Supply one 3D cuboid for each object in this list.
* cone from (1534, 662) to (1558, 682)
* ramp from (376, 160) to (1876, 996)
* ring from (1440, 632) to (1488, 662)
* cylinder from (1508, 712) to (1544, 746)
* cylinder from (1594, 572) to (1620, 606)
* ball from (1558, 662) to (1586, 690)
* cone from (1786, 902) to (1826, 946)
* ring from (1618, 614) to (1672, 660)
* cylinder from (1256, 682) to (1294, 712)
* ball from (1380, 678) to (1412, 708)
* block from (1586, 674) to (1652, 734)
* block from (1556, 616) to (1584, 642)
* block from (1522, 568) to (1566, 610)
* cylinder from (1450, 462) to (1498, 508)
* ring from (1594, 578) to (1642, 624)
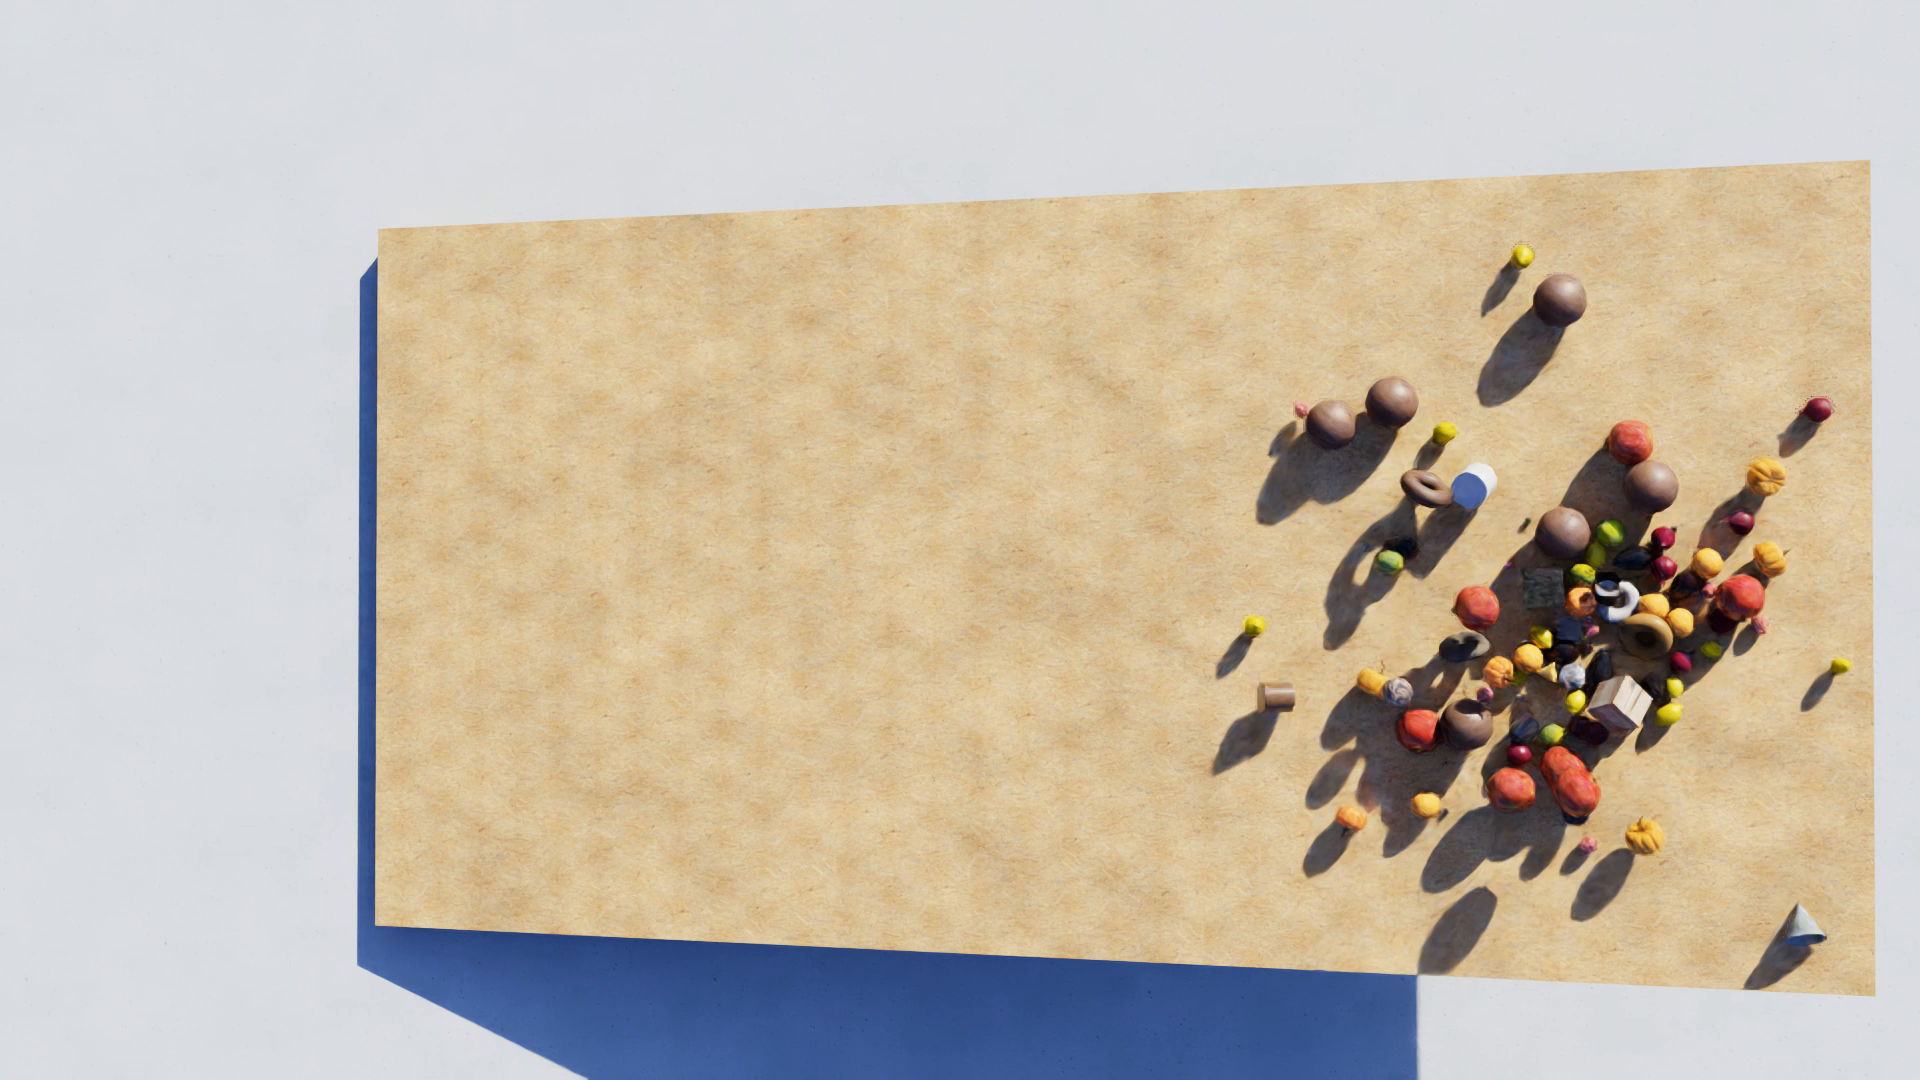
[{"bbox_3d":[1.438,0.326,5.410,0.050,0.050,0.050,-4,89,30],"label":"cone"},{"bbox_3d":[0.267,0.097,5.833,4.000,0.100,2.000,0,89,15],"label":"ramp"},{"bbox_3d":[1.248,0.264,5.447,0.121,0.121,0.040,-14,107,0],"label":"ring"},{"bbox_3d":[1.399,0.465,5.433,0.060,0.060,0.060,42,100,1],"label":"cylinder"},{"bbox_3d":[1.573,0.118,5.342,0.060,0.060,0.060,-9,45,9],"label":"cylinder"},{"bbox_3d":[1.505,0.335,5.403,0.067,0.067,0.067,0,89,0],"label":"ball"},{"bbox_3d":[2.016,0.911,5.263,0.095,0.095,0.095,-1,63,0],"label":"cone"},{"bbox_3d":[1.666,0.235,5.347,0.130,0.043,0.130,14,129,19],"label":"ring"},{"bbox_3d":[0.799,0.399,5.569,0.076,0.076,0.076,0,89,-9],"label":"cylinder"},{"bbox_3d":[1.077,0.377,5.426,0.077,0.077,0.077,0,89,0],"label":"ball"},{"bbox_3d":[1.592,0.397,5.311,0.091,0.091,0.091,42,60,-11],"label":"block"},{"bbox_3d":[1.500,0.219,5.410,0.056,0.056,0.056,9,91,13],"label":"block"},{"bbox_3d":[1.436,0.119,5.409,0.097,0.097,0.097,-4,88,15],"label":"block"},{"bbox_3d":[1.271,-0.135,5.438,0.090,0.090,0.090,11,113,27],"label":"cylinder"},{"bbox_3d":[1.612,0.151,5.391,0.112,0.037,0.112,-1,88,15],"label":"ring"}]
